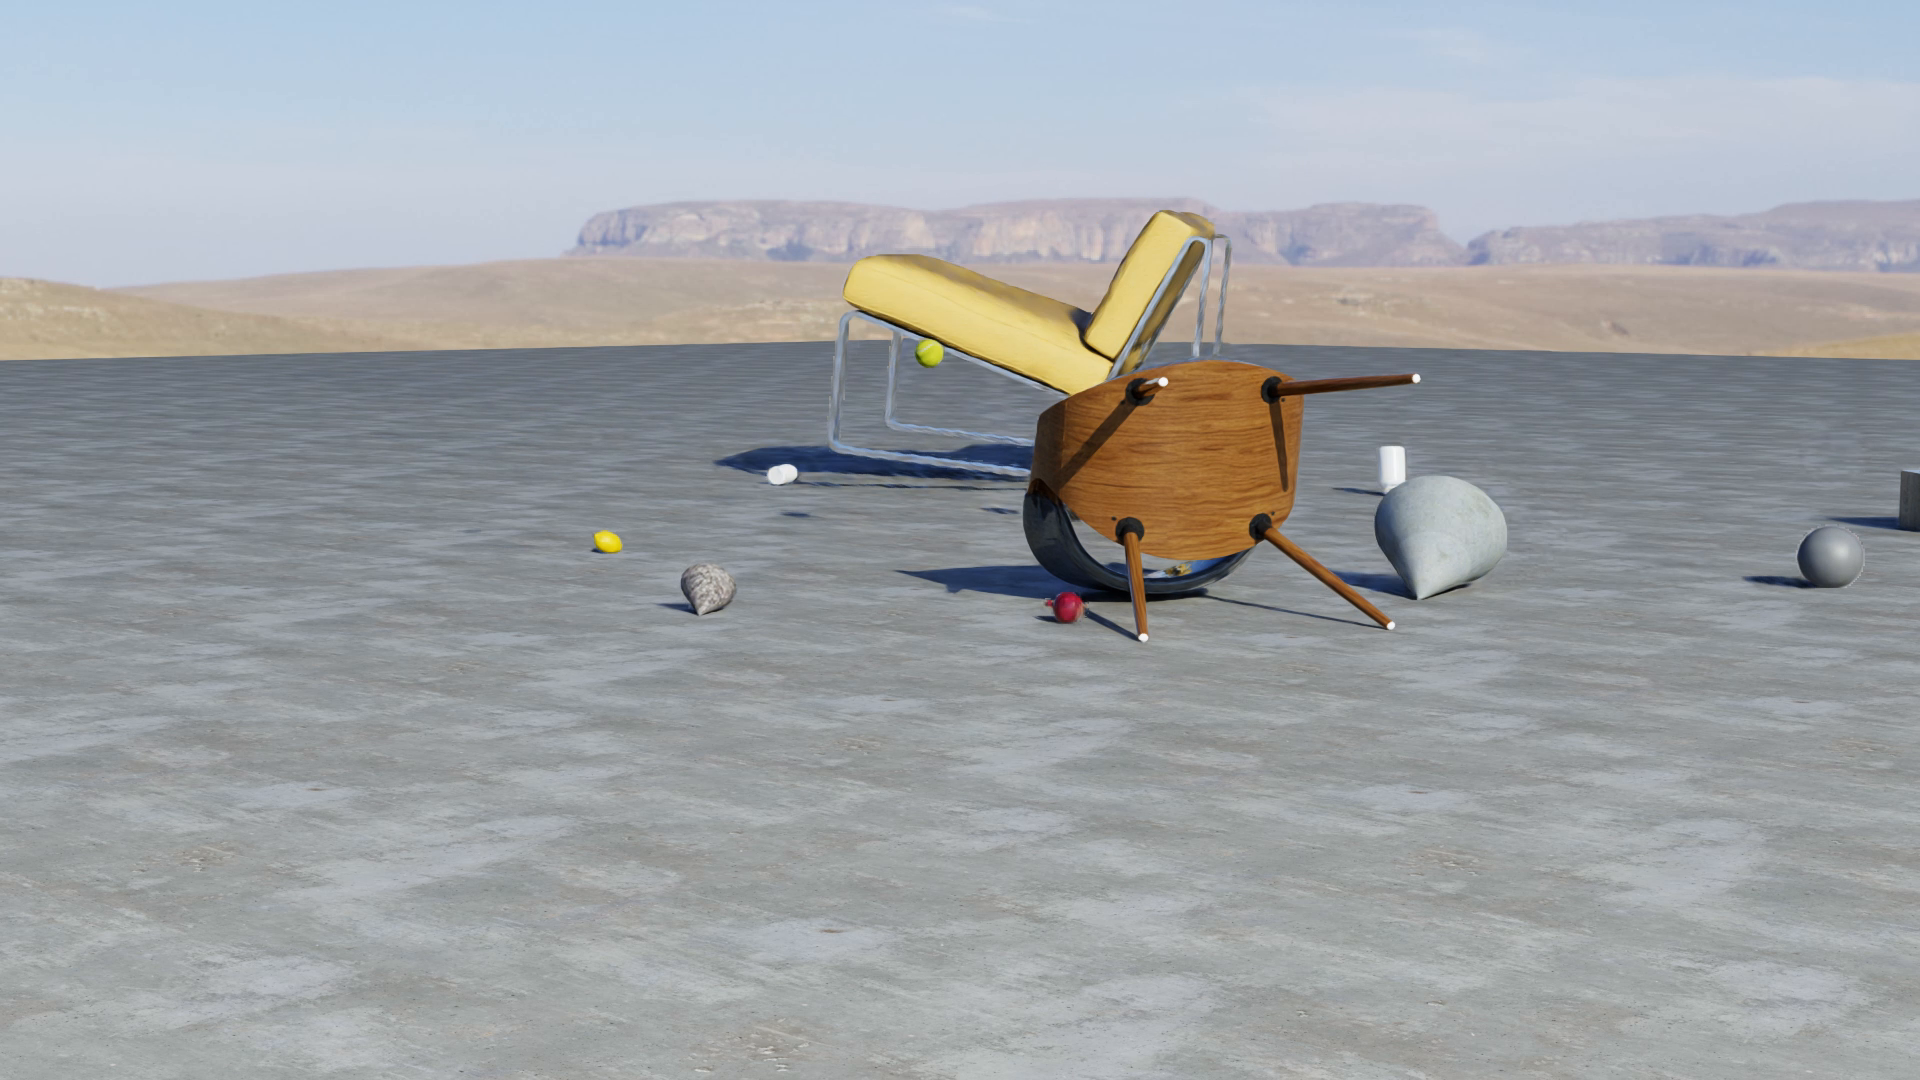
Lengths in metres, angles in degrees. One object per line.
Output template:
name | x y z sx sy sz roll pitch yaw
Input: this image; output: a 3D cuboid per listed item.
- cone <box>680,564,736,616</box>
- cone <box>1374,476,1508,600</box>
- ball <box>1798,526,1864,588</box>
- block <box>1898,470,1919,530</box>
cone | -0.501 0.119 5.014 0.112 0.121 0.087 15 41 -3
cone | 0.970 0.052 5.304 0.283 0.277 0.253 -30 19 37
ball | 1.837 0.037 5.417 0.131 0.131 0.131 0 6 0
block | 2.588 -0.100 6.659 0.213 0.148 0.219 0 6 -2
